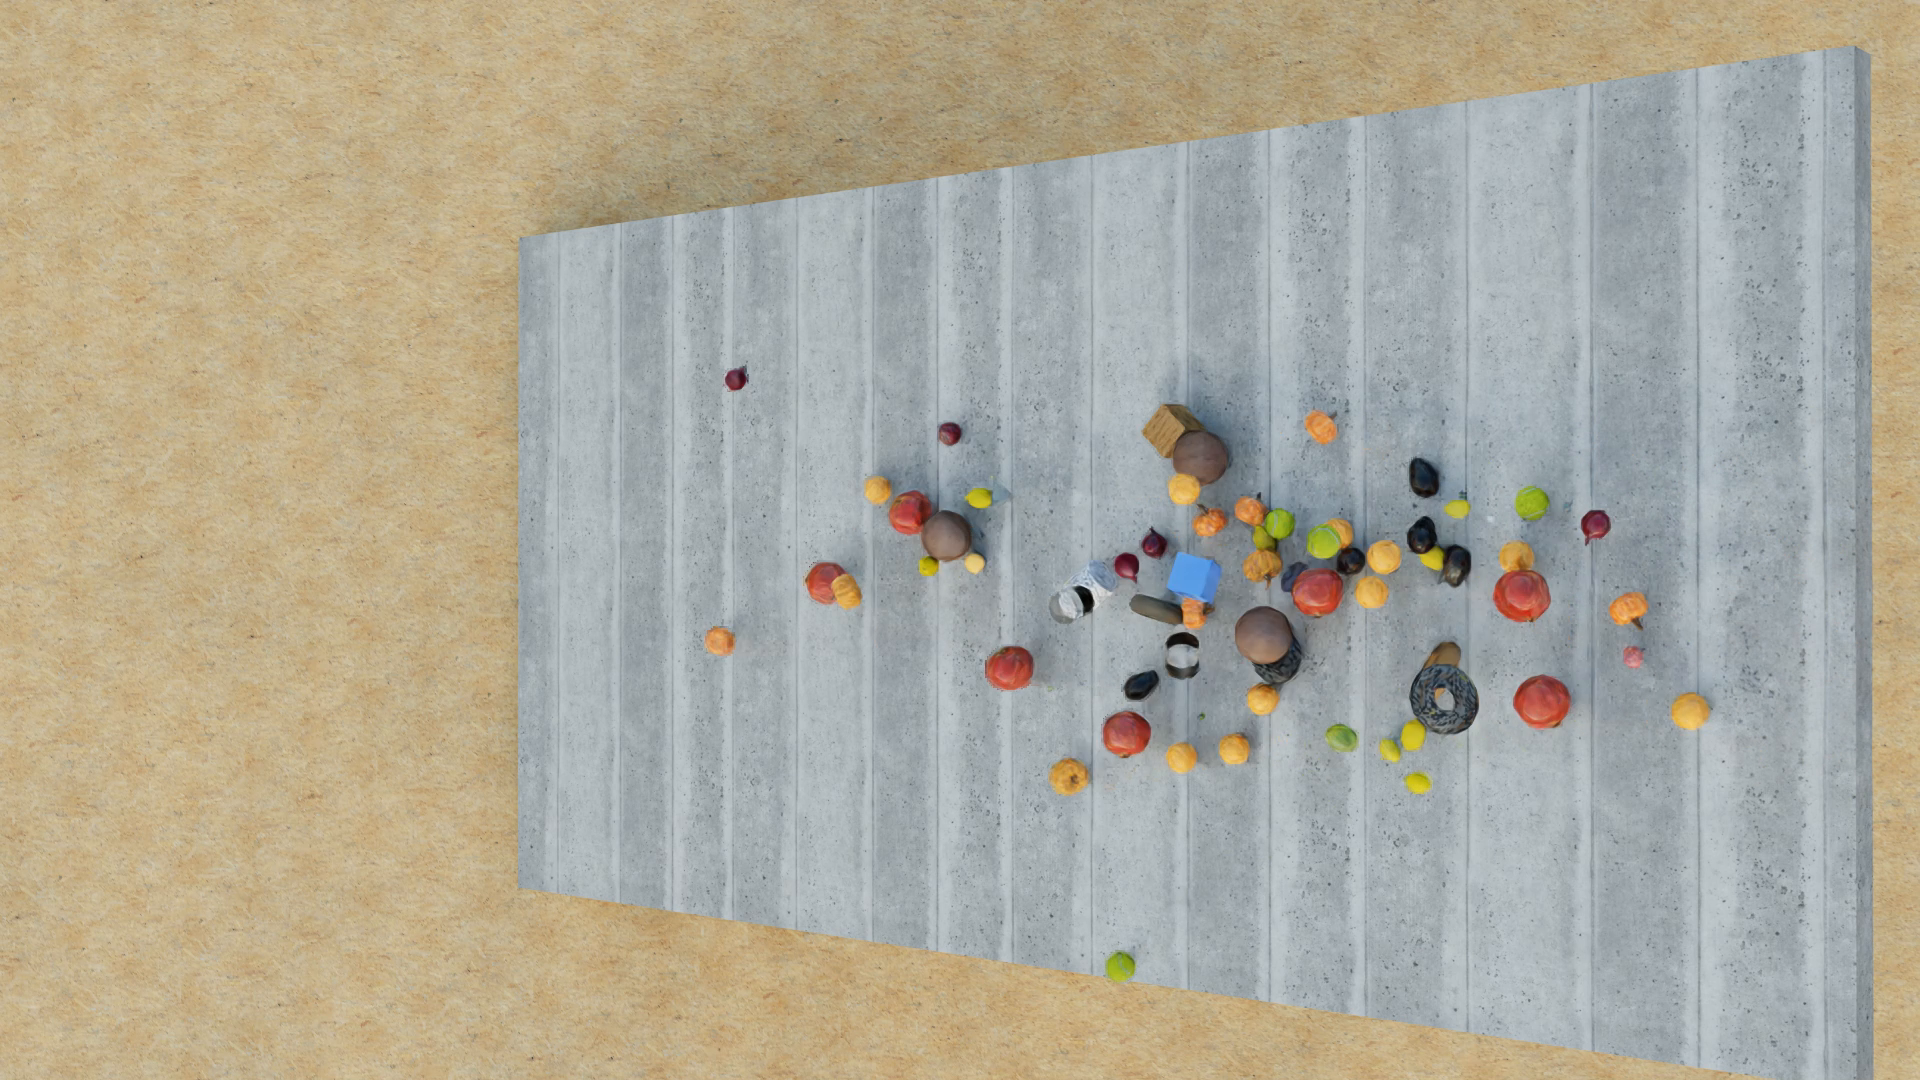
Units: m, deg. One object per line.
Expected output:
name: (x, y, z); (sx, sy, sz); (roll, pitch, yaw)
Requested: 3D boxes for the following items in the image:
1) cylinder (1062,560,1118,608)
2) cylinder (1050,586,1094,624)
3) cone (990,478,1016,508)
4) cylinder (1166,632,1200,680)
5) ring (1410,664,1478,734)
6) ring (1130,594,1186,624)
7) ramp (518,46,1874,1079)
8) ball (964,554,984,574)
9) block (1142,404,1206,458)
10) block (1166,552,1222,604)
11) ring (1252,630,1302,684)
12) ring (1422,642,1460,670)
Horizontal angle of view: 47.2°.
cylinder: (0.310, 0.112, 5.251); (0.094, 0.094, 0.094); (47, 120, 0)
cylinder: (0.263, 0.152, 5.170); (0.076, 0.076, 0.076); (13, 112, 35)
cone: (0.095, -0.125, 5.452); (0.067, 0.067, 0.067); (-22, 82, 0)
cylinder: (0.507, 0.264, 5.008); (0.076, 0.076, 0.076); (-4, 129, 0)
ring: (0.982, 0.323, 4.456); (0.147, 0.049, 0.147); (4, 72, -13)
ring: (0.464, 0.163, 5.155); (0.135, 0.135, 0.045); (18, 87, 0)
ramp: (0.208, 0.061, 5.524); (4.000, 0.100, 2.000); (0, 90, 40)
ball: (0.037, 0.059, 5.568); (0.051, 0.051, 0.051); (0, 90, 0)
block: (0.502, -0.255, 5.157); (0.090, 0.090, 0.090); (52, 120, 28)
block: (0.526, 0.085, 4.920); (0.084, 0.084, 0.084); (15, 84, 25)
ring: (0.721, 0.266, 4.999); (0.123, 0.041, 0.123); (-5, 81, 38)
ring: (1.020, 0.283, 4.697); (0.049, 0.146, 0.146); (29, 90, 3)
